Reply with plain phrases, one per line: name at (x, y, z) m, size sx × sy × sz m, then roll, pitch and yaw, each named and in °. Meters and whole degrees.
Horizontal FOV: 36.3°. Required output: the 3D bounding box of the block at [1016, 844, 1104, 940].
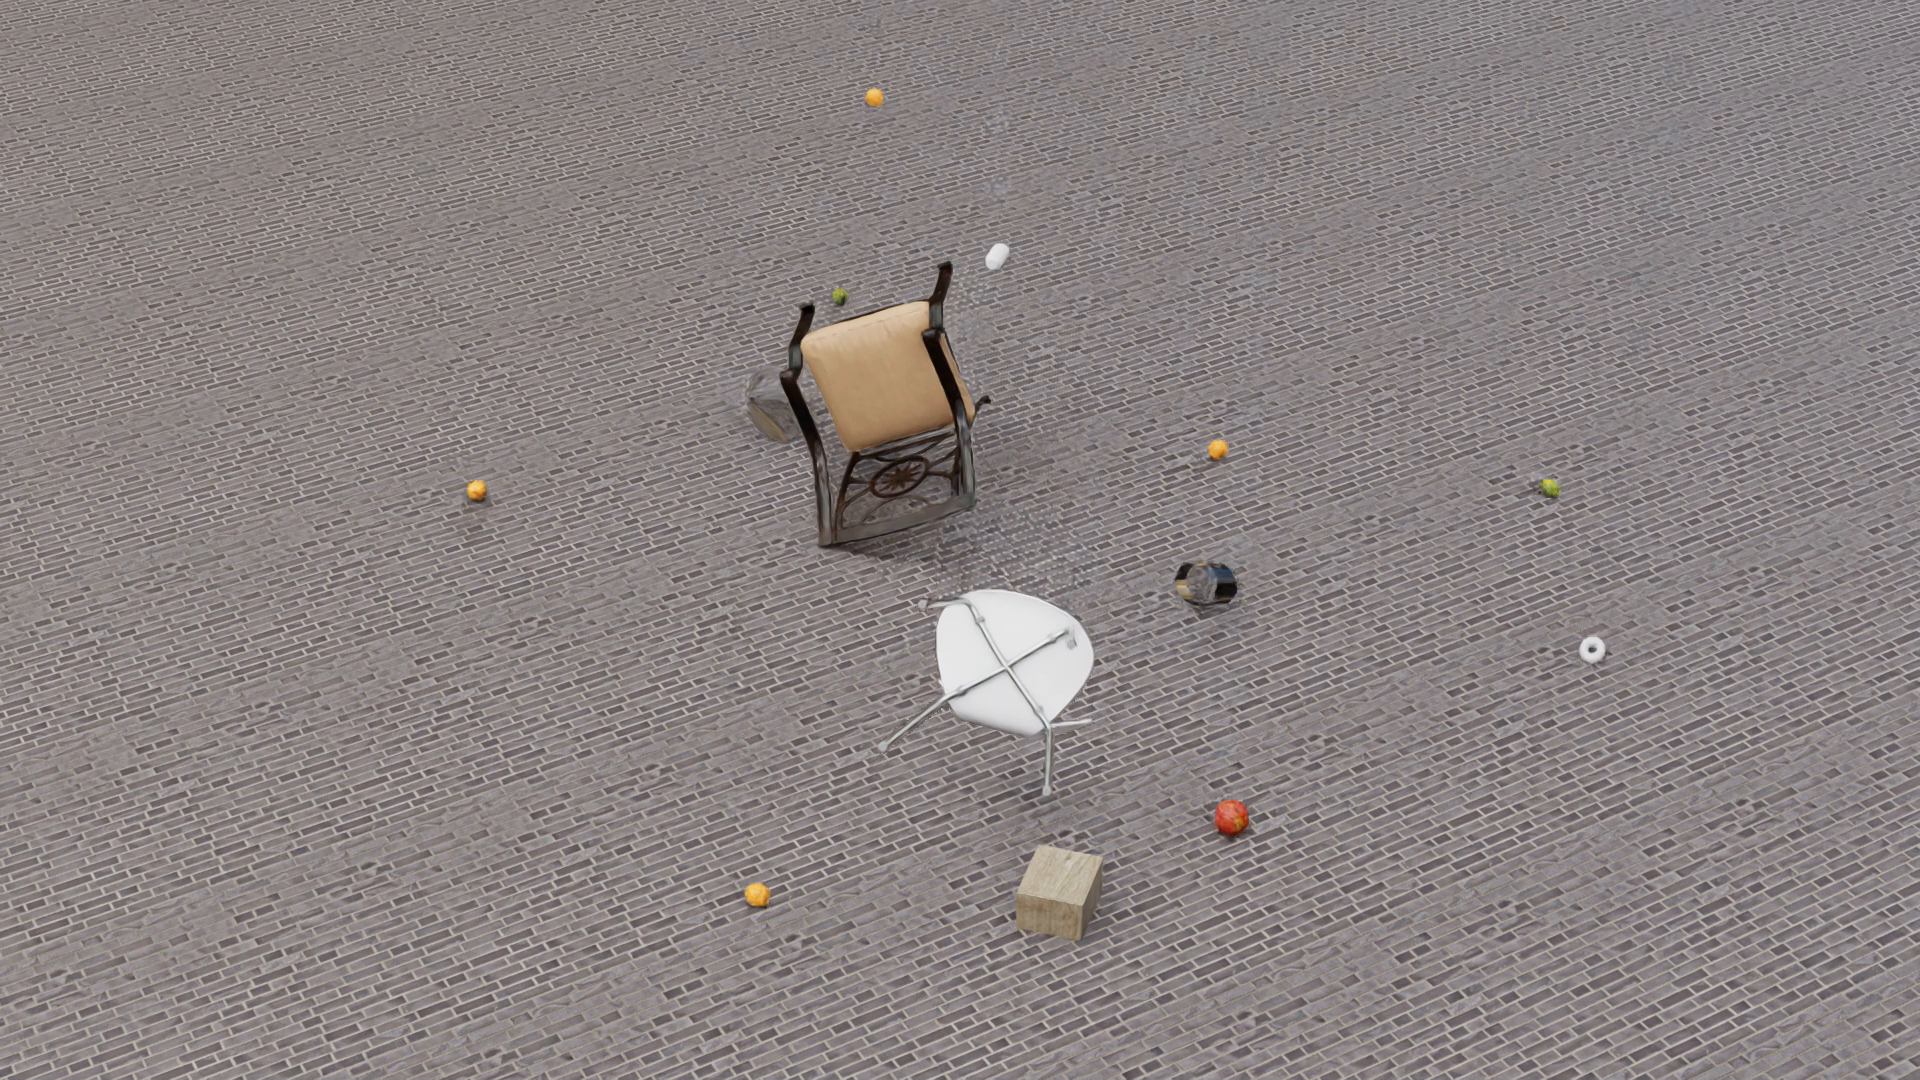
block at (0.312, 1.099, 9.148) m, size 0.210 × 0.142 × 0.244 m, roll 10°, pitch 35°, yaw 14°

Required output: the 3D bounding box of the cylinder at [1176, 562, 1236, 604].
cylinder at (0.884, 0.157, 10.539) m, size 0.112 × 0.149 × 0.224 m, roll -1°, pitch 9°, yaw -30°

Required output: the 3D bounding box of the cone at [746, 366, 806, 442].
cone at (-0.773, -0.542, 11.453) m, size 0.325 × 0.257 × 0.202 m, roll 57°, pitch 22°, yaw 18°

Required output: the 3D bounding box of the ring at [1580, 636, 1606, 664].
ring at (2.223, 0.387, 10.310) m, size 0.089 × 0.029 × 0.116 m, roll -1°, pitch 48°, yaw 17°
